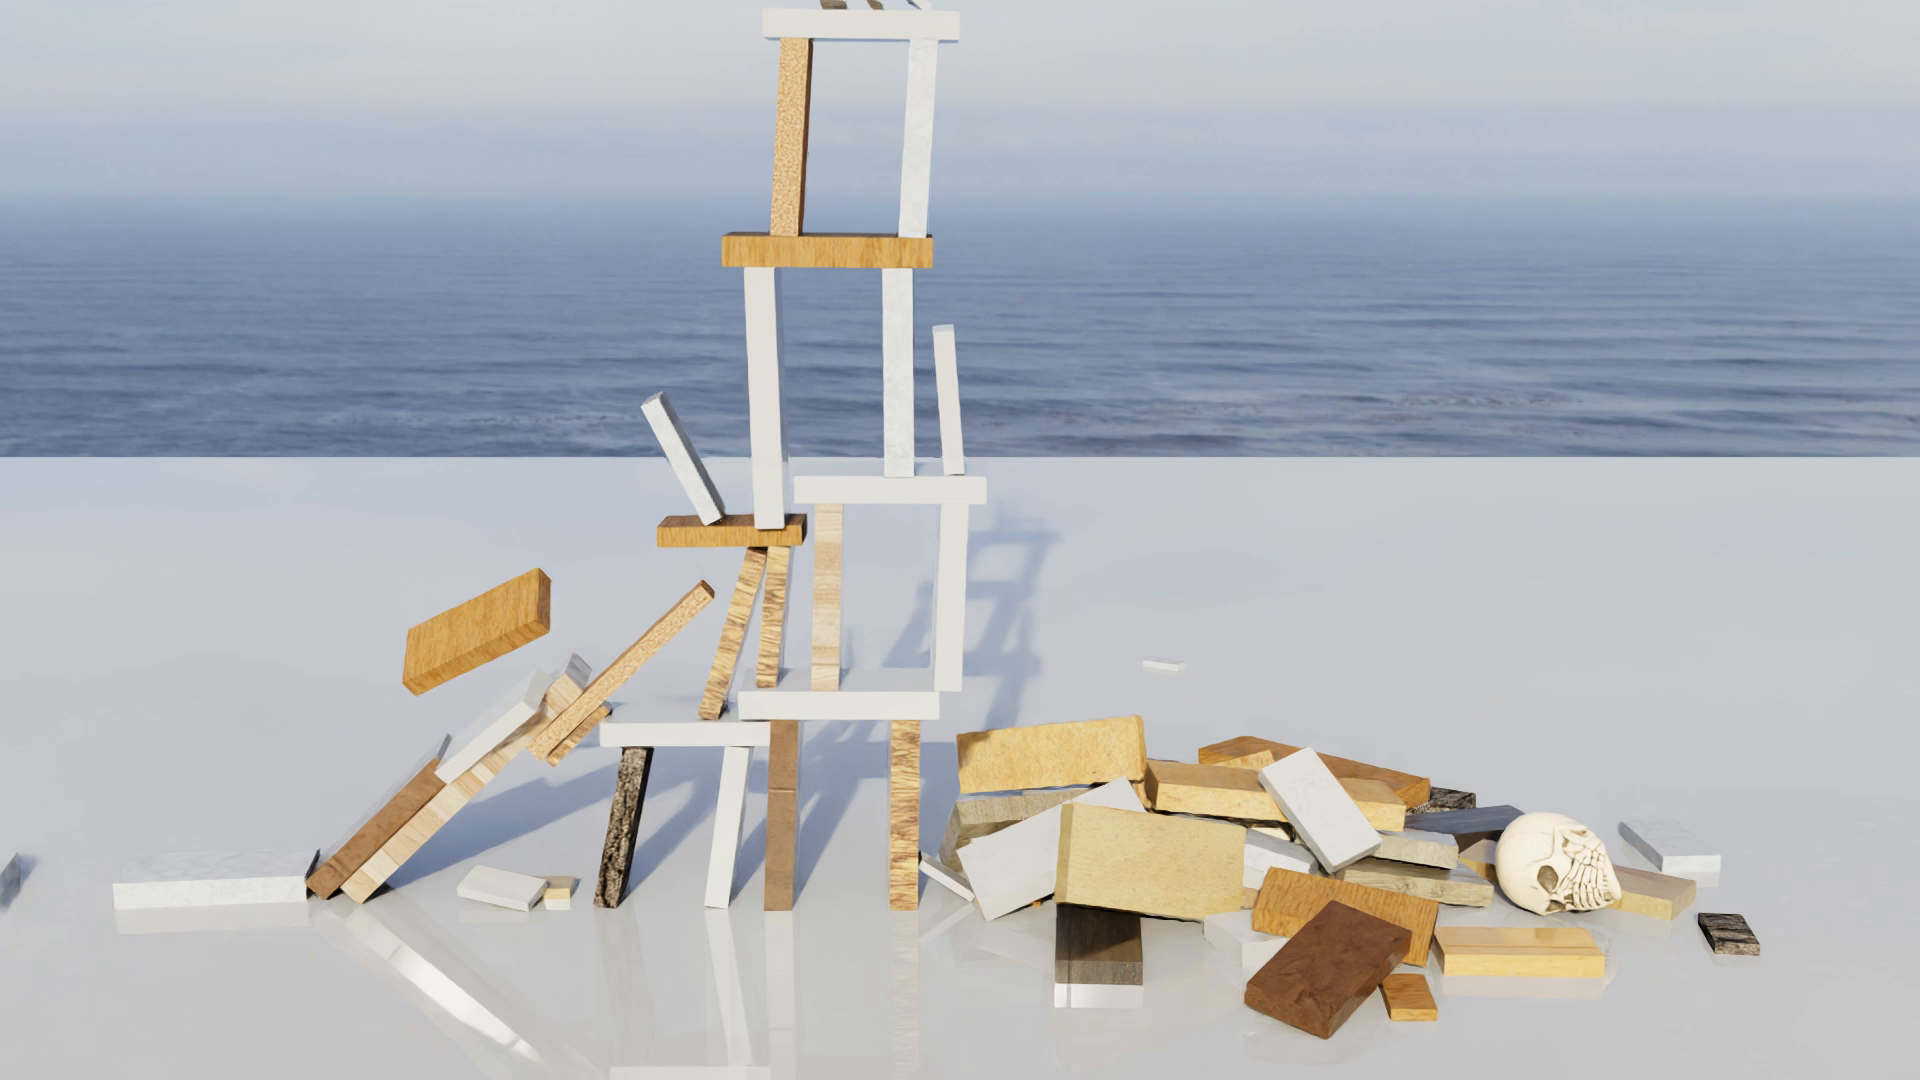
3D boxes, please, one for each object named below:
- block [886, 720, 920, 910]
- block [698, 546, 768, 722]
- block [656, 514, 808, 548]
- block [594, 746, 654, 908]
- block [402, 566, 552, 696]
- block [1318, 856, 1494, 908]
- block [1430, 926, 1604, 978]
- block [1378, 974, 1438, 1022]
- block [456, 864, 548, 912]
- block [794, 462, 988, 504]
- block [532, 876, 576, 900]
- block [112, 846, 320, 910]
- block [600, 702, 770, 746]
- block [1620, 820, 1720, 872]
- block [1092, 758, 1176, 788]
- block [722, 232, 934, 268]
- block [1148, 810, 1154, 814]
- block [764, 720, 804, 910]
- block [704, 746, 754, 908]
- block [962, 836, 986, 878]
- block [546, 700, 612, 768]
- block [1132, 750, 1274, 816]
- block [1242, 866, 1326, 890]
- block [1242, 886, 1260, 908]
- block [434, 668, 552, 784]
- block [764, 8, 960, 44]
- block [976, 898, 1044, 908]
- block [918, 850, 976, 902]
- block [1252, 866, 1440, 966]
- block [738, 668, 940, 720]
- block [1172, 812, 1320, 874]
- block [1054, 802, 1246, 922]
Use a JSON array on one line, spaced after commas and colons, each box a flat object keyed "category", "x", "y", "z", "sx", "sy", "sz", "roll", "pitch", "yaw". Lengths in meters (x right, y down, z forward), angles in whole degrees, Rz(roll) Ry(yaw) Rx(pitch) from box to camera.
[{"category": "block", "x": -0.095, "y": 0.432, "z": 3.639, "sx": 0.046, "sy": 0.321, "sz": 0.161, "roll": 0, "pitch": 10, "yaw": -4}, {"category": "block", "x": -0.364, "y": 0.143, "z": 3.580, "sx": 0.033, "sy": 0.286, "sz": 0.115, "roll": 17, "pitch": 11, "yaw": -1}, {"category": "block", "x": -0.366, "y": -0.016, "z": 3.554, "sx": 0.230, "sy": 0.033, "sz": 0.115, "roll": -1, "pitch": 10, "yaw": 1}, {"category": "block", "x": -0.553, "y": 0.456, "z": 3.640, "sx": 0.039, "sy": 0.273, "sz": 0.136, "roll": 12, "pitch": 10, "yaw": -2}, {"category": "block", "x": -0.806, "y": 0.153, "z": 3.671, "sx": 0.263, "sy": 0.037, "sz": 0.131, "roll": -25, "pitch": 39, "yaw": 12}, {"category": "block", "x": 0.731, "y": 0.555, "z": 3.632, "sx": 0.262, "sy": 0.037, "sz": 0.131, "roll": 8, "pitch": 8, "yaw": -13}, {"category": "block", "x": 0.850, "y": 0.630, "z": 3.363, "sx": 0.238, "sy": 0.034, "sz": 0.119, "roll": 0, "pitch": 11, "yaw": 2}, {"category": "block", "x": 0.652, "y": 0.667, "z": 3.205, "sx": 0.067, "sy": 0.019, "sz": 0.133, "roll": 1, "pitch": 11, "yaw": 3}, {"category": "block", "x": -0.754, "y": 0.573, "z": 3.623, "sx": 0.130, "sy": 0.018, "sz": 0.065, "roll": 9, "pitch": 29, "yaw": 16}, {"category": "block", "x": -0.110, "y": -0.093, "z": 3.542, "sx": 0.304, "sy": 0.043, "sz": 0.152, "roll": 0, "pitch": 11, "yaw": -1}, {"category": "block", "x": -0.712, "y": 0.580, "z": 3.670, "sx": 0.130, "sy": 0.018, "sz": 0.065, "roll": 0, "pitch": 11, "yaw": -2}, {"category": "block", "x": -1.241, "y": 0.565, "z": 3.685, "sx": 0.305, "sy": 0.043, "sz": 0.153, "roll": -1, "pitch": 11, "yaw": -7}, {"category": "block", "x": -0.444, "y": 0.301, "z": 3.612, "sx": 0.273, "sy": 0.039, "sz": 0.136, "roll": 0, "pitch": 11, "yaw": -1}, {"category": "block", "x": 1.249, "y": 0.538, "z": 3.873, "sx": 0.102, "sy": 0.029, "sz": 0.203, "roll": -1, "pitch": 11, "yaw": -3}, {"category": "block", "x": 0.289, "y": 0.455, "z": 4.300, "sx": 0.251, "sy": 0.036, "sz": 0.126, "roll": 4, "pitch": 11, "yaw": 19}, {"category": "block", "x": -0.206, "y": -0.459, "z": 3.473, "sx": 0.326, "sy": 0.046, "sz": 0.163, "roll": 0, "pitch": 10, "yaw": -1}, {"category": "block", "x": 0.249, "y": 0.515, "z": 3.675, "sx": 0.183, "sy": 0.026, "sz": 0.091, "roll": -24, "pitch": -28, "yaw": -1}, {"category": "block", "x": -0.290, "y": 0.432, "z": 3.638, "sx": 0.046, "sy": 0.321, "sz": 0.161, "roll": 3, "pitch": 10, "yaw": -1}, {"category": "block", "x": -0.379, "y": 0.455, "z": 3.640, "sx": 0.039, "sy": 0.273, "sz": 0.136, "roll": 8, "pitch": 10, "yaw": -2}, {"category": "block", "x": 0.101, "y": 0.532, "z": 3.741, "sx": 0.183, "sy": 0.091, "sz": 0.026, "roll": -4, "pitch": 53, "yaw": -17}, {"category": "block", "x": -0.624, "y": 0.315, "z": 3.601, "sx": 0.130, "sy": 0.018, "sz": 0.065, "roll": -45, "pitch": 8, "yaw": 0}, {"category": "block", "x": 0.403, "y": 0.448, "z": 3.914, "sx": 0.320, "sy": 0.045, "sz": 0.160, "roll": -15, "pitch": -16, "yaw": 4}, {"category": "block", "x": 0.516, "y": 0.549, "z": 3.627, "sx": 0.243, "sy": 0.034, "sz": 0.121, "roll": 13, "pitch": 7, "yaw": -7}, {"category": "block", "x": 0.381, "y": 0.555, "z": 3.612, "sx": 0.243, "sy": 0.034, "sz": 0.121, "roll": 11, "pitch": 8, "yaw": -15}, {"category": "block", "x": -0.762, "y": 0.303, "z": 3.588, "sx": 0.214, "sy": 0.030, "sz": 0.107, "roll": -38, "pitch": 18, "yaw": 21}, {"category": "block", "x": -0.152, "y": -0.797, "z": 3.411, "sx": 0.298, "sy": 0.042, "sz": 0.149, "roll": 0, "pitch": 10, "yaw": -2}, {"category": "block", "x": 0.084, "y": 0.588, "z": 3.639, "sx": 0.108, "sy": 0.015, "sz": 0.054, "roll": 2, "pitch": 11, "yaw": 10}, {"category": "block", "x": -0.024, "y": 0.557, "z": 3.645, "sx": 0.108, "sy": 0.015, "sz": 0.054, "roll": 34, "pitch": 6, "yaw": -9}, {"category": "block", "x": 0.596, "y": 0.579, "z": 3.395, "sx": 0.266, "sy": 0.038, "sz": 0.133, "roll": 10, "pitch": 24, "yaw": 16}, {"category": "block", "x": -0.195, "y": 0.251, "z": 3.604, "sx": 0.321, "sy": 0.046, "sz": 0.161, "roll": 0, "pitch": 11, "yaw": -1}, {"category": "block", "x": 0.465, "y": 0.501, "z": 3.615, "sx": 0.243, "sy": 0.034, "sz": 0.121, "roll": 16, "pitch": 7, "yaw": 18}, {"category": "block", "x": 0.302, "y": 0.512, "z": 3.466, "sx": 0.308, "sy": 0.154, "sz": 0.044, "roll": 11, "pitch": -15, "yaw": -21}]
